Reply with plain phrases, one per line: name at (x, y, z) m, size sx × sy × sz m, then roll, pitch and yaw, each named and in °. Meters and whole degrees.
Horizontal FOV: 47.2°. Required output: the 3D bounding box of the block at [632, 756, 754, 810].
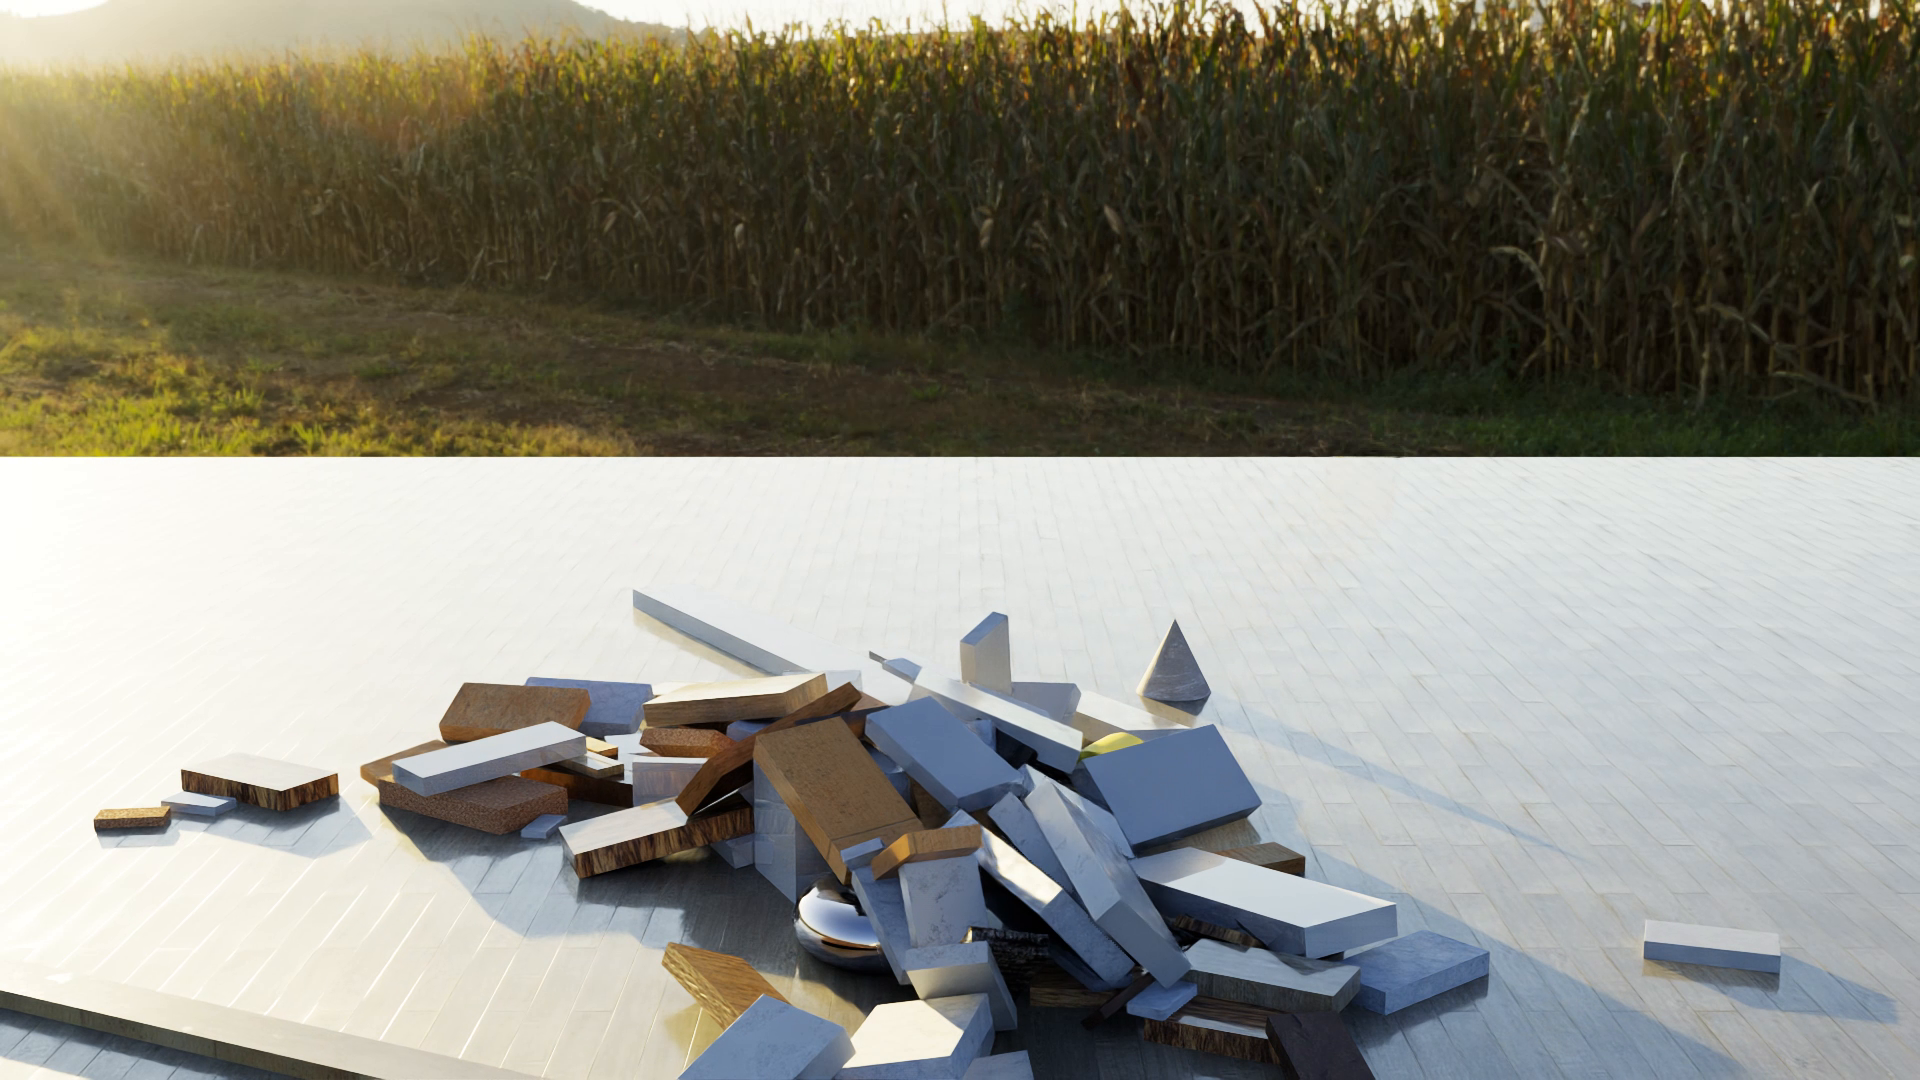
block at (-0.481, 0.462, 4.038) m, size 0.235 × 0.117 × 0.033 m, roll 1°, pitch 11°, yaw 4°

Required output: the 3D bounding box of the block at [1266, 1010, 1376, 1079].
block at (0.482, 0.695, 2.909) m, size 0.099 × 0.028 × 0.197 m, roll -2°, pitch 24°, yaw -11°

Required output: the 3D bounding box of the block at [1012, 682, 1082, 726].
block at (0.109, 0.357, 4.538) m, size 0.263 × 0.037 × 0.131 m, roll -1°, pitch 50°, yaw 31°

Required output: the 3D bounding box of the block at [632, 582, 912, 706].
block at (-0.417, 0.265, 5.284) m, size 0.172 × 0.049 × 1.511 m, roll -6°, pitch 12°, yaw -30°

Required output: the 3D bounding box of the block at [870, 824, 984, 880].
block at (-0.050, 0.460, 3.232) m, size 0.110 × 0.031 × 0.220 m, roll -5°, pitch -17°, yaw -18°

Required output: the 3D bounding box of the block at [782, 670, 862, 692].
block at (-0.319, 0.359, 4.638) m, size 0.172 × 0.049 × 0.344 m, roll -2°, pitch 17°, yaw 8°

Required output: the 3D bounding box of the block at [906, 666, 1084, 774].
block at (0.064, 0.321, 3.931) m, size 0.316 × 0.045 × 0.158 m, roll 22°, pitch 8°, yaw 1°

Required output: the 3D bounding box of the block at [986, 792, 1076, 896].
block at (0.119, 0.485, 3.470) m, size 0.049 × 0.173 × 0.346 m, roll -41°, pitch -8°, yaw -5°

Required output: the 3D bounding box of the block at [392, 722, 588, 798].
block at (-0.895, 0.415, 4.193) m, size 0.342 × 0.037 × 0.131 m, roll -13°, pitch 16°, yaw -38°

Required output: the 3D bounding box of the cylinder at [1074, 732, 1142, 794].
cylinder at (0.274, 0.443, 4.076) m, size 0.141 × 0.141 × 0.141 m, roll 6°, pitch 12°, yaw 29°

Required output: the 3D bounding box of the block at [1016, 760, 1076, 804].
block at (0.149, 0.462, 3.832) m, size 0.135 × 0.038 × 0.269 m, roll 18°, pitch 27°, yaw -29°

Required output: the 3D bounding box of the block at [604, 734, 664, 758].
block at (-0.571, 0.425, 4.451) m, size 0.280 × 0.040 × 0.140 m, roll -3°, pitch 11°, yaw -15°

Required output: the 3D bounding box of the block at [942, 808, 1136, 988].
block at (0.109, 0.531, 3.293) m, size 0.049 × 0.173 × 0.396 m, roll -46°, pitch 22°, yaw -8°

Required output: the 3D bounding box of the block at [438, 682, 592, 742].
block at (-0.933, 0.365, 4.612) m, size 0.282 × 0.040 × 0.141 m, roll 2°, pitch 36°, yaw 13°

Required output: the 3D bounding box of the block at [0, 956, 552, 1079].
block at (-0.823, 0.706, 2.973) m, size 1.523 × 0.027 × 0.095 m, roll 5°, pitch 12°, yaw 25°

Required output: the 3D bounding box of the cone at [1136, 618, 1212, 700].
cone at (0.485, 0.260, 4.979) m, size 0.171 × 0.171 × 0.171 m, roll 0°, pitch 11°, yaw 0°

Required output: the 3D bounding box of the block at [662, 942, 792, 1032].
block at (-0.229, 0.683, 2.956) m, size 0.123 × 0.035 × 0.704 m, roll 19°, pitch 1°, yaw -28°

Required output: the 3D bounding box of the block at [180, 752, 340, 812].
block at (-1.350, 0.464, 4.240) m, size 0.280 × 0.040 × 0.140 m, roll 6°, pitch 12°, yaw 31°

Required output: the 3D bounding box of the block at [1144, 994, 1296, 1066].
block at (0.395, 0.682, 3.076) m, size 0.246 × 0.035 × 0.123 m, roll 5°, pitch 12°, yaw 25°

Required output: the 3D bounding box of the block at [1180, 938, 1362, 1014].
block at (0.439, 0.630, 3.167) m, size 0.246 × 0.035 × 0.123 m, roll 6°, pitch 12°, yaw 28°

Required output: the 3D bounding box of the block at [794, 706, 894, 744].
block at (-0.166, 0.334, 3.933) m, size 0.167 × 0.047 × 0.334 m, roll -10°, pitch -7°, yaw 11°

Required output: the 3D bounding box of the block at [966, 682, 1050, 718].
block at (0.104, 0.406, 3.997) m, size 0.177 × 0.050 × 0.354 m, roll 22°, pitch 25°, yaw -22°

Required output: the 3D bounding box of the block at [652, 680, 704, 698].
block at (-0.567, 0.344, 4.798) m, size 0.282 × 0.040 × 0.141 m, roll -1°, pitch 8°, yaw 35°

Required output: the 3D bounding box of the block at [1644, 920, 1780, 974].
block at (1.160, 0.627, 3.395) m, size 0.197 × 0.028 × 0.099 m, roll 4°, pitch 11°, yaw 18°

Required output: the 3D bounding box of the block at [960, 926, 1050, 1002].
block at (0.034, 0.604, 3.040) m, size 0.110 × 0.228 × 0.031 m, roll 9°, pitch 52°, yaw -15°

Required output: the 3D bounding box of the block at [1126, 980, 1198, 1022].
block at (0.287, 0.649, 3.114) m, size 0.056 × 0.016 × 0.112 m, roll 6°, pitch 12°, yaw 30°

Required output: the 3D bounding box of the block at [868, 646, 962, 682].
block at (-0.004, 0.339, 4.954) m, size 0.085 × 0.024 × 0.800 m, roll -5°, pitch 12°, yaw -26°

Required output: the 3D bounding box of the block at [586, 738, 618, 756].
block at (-0.723, 0.410, 4.341) m, size 0.049 × 0.014 × 0.097 m, roll -10°, pitch 14°, yaw -43°

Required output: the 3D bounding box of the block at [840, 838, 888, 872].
block at (-0.136, 0.491, 3.355) m, size 0.063 × 0.018 × 0.127 m, roll -20°, pitch -28°, yaw 3°

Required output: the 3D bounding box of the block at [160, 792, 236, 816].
block at (-1.430, 0.495, 4.131) m, size 0.123 × 0.017 × 0.062 m, roll 4°, pitch 11°, yaw 19°

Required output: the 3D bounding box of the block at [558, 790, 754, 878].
block at (-0.531, 0.507, 3.856) m, size 0.316 × 0.045 × 0.158 m, roll -13°, pitch 14°, yaw -17°

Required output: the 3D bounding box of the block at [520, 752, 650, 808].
block at (-0.657, 0.460, 4.238) m, size 0.341 × 0.047 × 0.167 m, roll 5°, pitch 12°, yaw 26°

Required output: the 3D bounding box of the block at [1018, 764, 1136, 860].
block at (0.194, 0.473, 3.720) m, size 0.238 × 0.034 × 0.119 m, roll 33°, pitch 19°, yaw -36°

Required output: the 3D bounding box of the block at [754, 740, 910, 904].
block at (-0.218, 0.475, 3.728) m, size 0.205 × 0.205 × 0.205 m, roll -5°, pitch 12°, yaw -24°

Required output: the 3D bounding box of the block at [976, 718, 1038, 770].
block at (0.020, 0.441, 3.792) m, size 0.119 × 0.242 × 0.034 m, roll 27°, pitch -12°, yaw 23°

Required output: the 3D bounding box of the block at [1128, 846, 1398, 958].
block at (0.448, 0.569, 3.477) m, size 0.177 × 0.050 × 0.516 m, roll -8°, pitch 7°, yaw -30°

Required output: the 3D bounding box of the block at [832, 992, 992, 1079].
block at (-0.059, 0.651, 2.832) m, size 0.154 × 0.044 × 0.308 m, roll -9°, pitch 1°, yaw 9°

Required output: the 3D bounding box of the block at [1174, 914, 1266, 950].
block at (0.392, 0.595, 3.311) m, size 0.127 × 0.018 × 0.063 m, roll 9°, pitch -18°, yaw 43°

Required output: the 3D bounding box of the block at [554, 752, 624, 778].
block at (-0.775, 0.418, 4.289) m, size 0.062 × 0.017 × 0.320 m, roll -10°, pitch 15°, yaw -44°

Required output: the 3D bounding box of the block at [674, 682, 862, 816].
block at (-0.338, 0.371, 3.936) m, size 0.038 × 0.135 × 0.392 m, roll 49°, pitch 39°, yaw 12°
